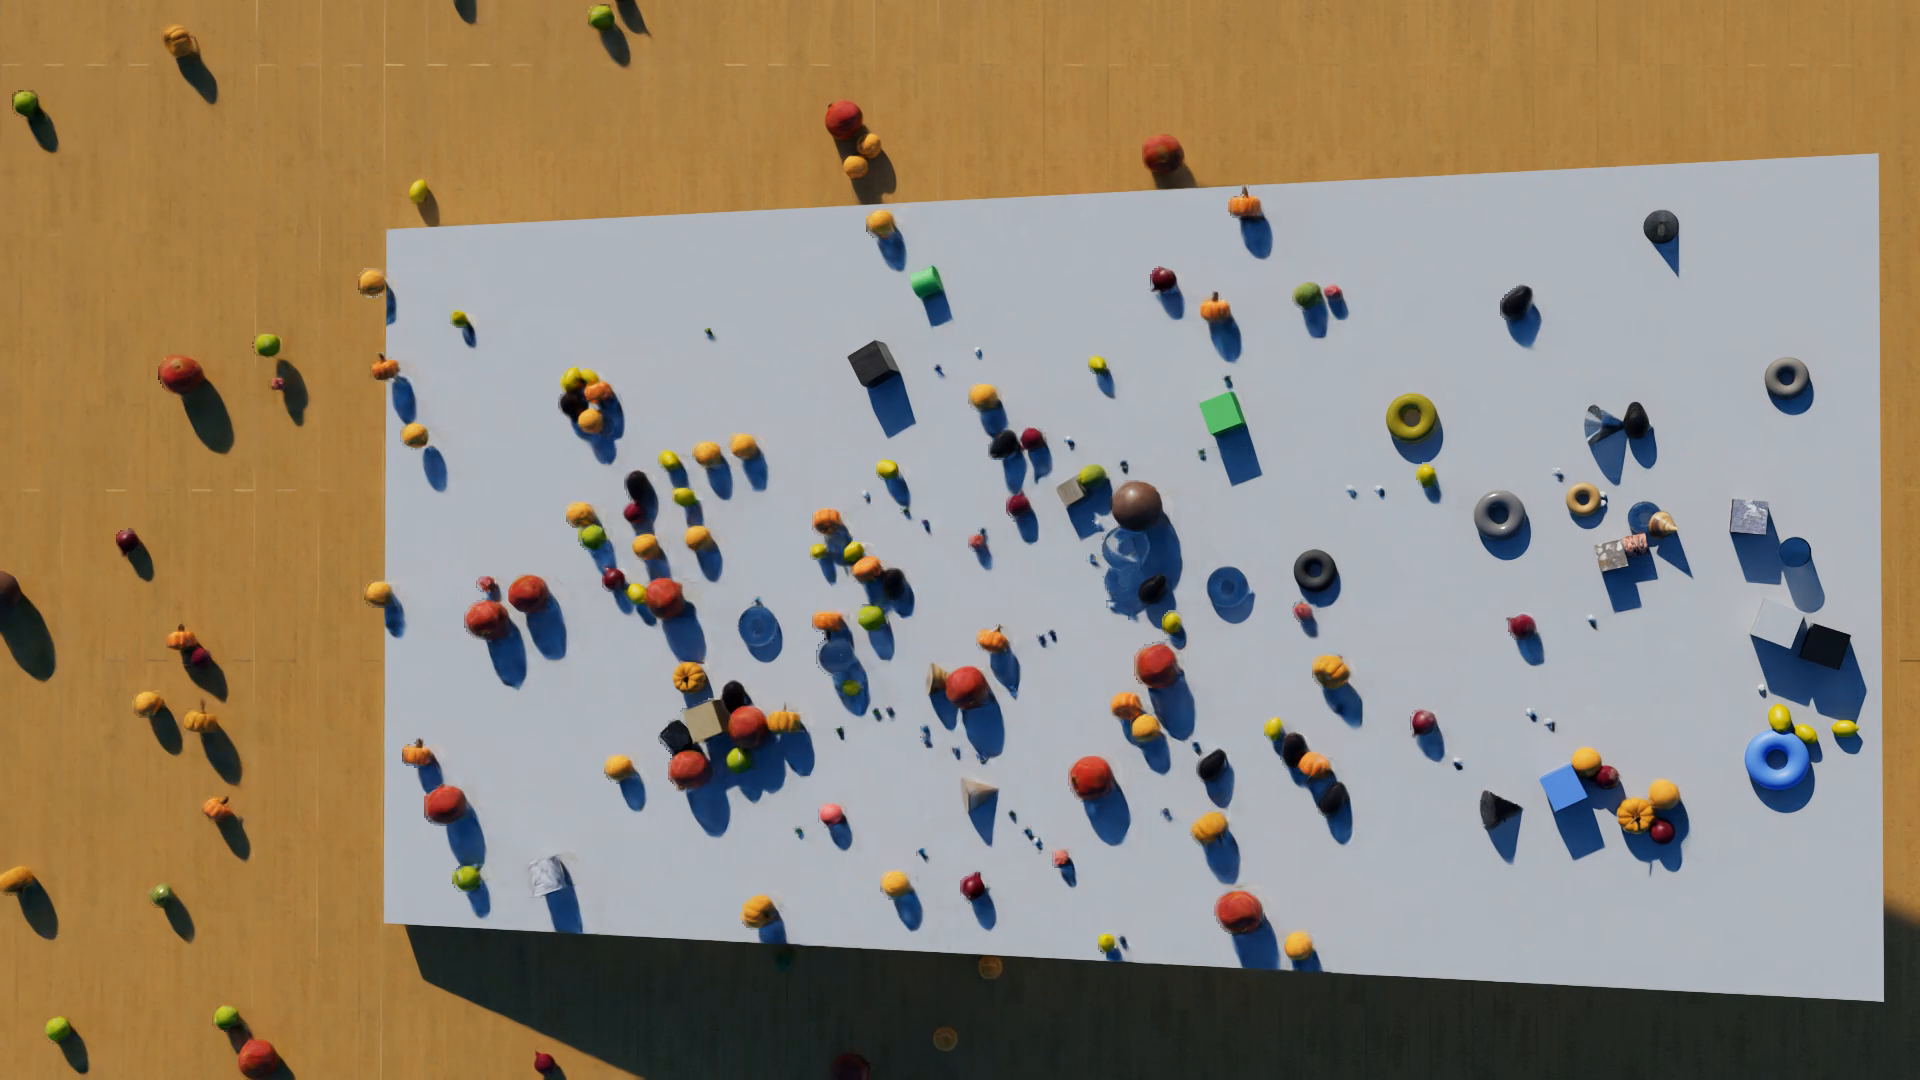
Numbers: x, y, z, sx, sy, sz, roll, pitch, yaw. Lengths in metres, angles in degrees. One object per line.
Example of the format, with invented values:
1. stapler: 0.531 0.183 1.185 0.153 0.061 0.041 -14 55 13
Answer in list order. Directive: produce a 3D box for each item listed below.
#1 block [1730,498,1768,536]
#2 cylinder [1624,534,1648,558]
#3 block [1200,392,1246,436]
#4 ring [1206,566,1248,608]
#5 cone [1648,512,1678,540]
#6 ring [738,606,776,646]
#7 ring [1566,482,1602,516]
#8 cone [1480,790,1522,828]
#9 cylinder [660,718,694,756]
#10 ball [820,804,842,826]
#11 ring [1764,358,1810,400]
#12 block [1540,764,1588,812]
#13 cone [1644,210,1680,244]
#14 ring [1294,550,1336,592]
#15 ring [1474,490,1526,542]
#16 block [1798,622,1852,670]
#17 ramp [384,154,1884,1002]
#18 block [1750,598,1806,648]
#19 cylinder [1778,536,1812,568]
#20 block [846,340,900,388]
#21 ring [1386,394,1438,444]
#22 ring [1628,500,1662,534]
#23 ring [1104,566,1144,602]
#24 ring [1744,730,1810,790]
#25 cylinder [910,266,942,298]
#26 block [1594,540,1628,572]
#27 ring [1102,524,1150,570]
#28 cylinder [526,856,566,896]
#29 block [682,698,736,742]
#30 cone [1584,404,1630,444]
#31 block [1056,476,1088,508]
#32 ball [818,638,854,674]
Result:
1. block: 1.878 -0.055 5.236 0.078 0.078 0.078 5 91 17
2. cylinder: 1.636 0.014 5.322 0.052 0.052 0.052 -11 89 16
3. block: 0.669 -0.321 5.601 0.084 0.084 0.084 -21 83 15
4. ring: 0.683 0.120 5.616 0.108 0.036 0.108 0 90 17
5. cone: 1.703 -0.029 5.278 0.070 0.070 0.070 -3 102 -17
6. ring: -0.551 0.234 5.985 0.112 0.037 0.112 -1 88 17
7. ring: 1.523 -0.099 5.370 0.084 0.028 0.084 0 90 16
8. cone: 1.341 0.660 5.406 0.093 0.093 0.093 -1 89 -10
9. cylinder: -0.773 0.542 6.029 0.073 0.073 0.073 -43 78 -1
10. ball: -0.346 0.737 5.904 0.060 0.060 0.060 0 89 0
11. ring: 1.969 -0.385 5.236 0.101 0.034 0.101 1 92 20
12. block: 1.468 0.600 5.347 0.084 0.084 0.084 -28 82 15
13. cone: 1.691 -0.761 5.300 0.083 0.083 0.083 0 89 17
14. ring: 0.896 0.077 5.552 0.108 0.036 0.108 0 90 16
15. ring: 1.330 -0.060 5.420 0.126 0.042 0.126 0 90 16
16. block: 2.036 0.250 5.179 0.087 0.087 0.087 19 95 16
17. ramp: 0.272 0.095 5.811 4.000 0.100 2.000 0 89 17
18. block: 1.935 0.197 5.208 0.092 0.092 0.092 22 95 16
19. cylinder: 1.976 0.029 5.208 0.071 0.071 0.071 0 89 17
20. block: -0.230 -0.469 5.871 0.089 0.089 0.089 -30 81 14
21. ring: 1.127 -0.303 5.485 0.128 0.043 0.128 0 88 16
22. ring: 1.659 -0.054 5.328 0.082 0.027 0.082 0 89 18
23. ring: 0.424 0.107 5.695 0.104 0.035 0.104 0 89 16
24. ring: 1.941 0.522 5.224 0.145 0.048 0.145 0 89 16
25. cylinder: -0.090 -0.685 5.845 0.065 0.065 0.065 -19 89 16
26. block: 1.578 0.038 5.331 0.066 0.066 0.066 -14 85 16
27. ring: 0.428 0.019 5.678 0.124 0.041 0.124 -6 68 15
28. cylinder: -1.153 0.935 6.126 0.094 0.094 0.094 -15 84 0
29. block: -0.684 0.493 5.994 0.090 0.090 0.090 -22 83 15
30. cone: 1.584 -0.280 5.346 0.096 0.096 0.096 1 89 -10
31. block: 0.293 -0.124 5.725 0.058 0.058 0.058 -31 81 14
32. ball: -0.330 0.311 5.886 0.097 0.097 0.097 0 89 0
